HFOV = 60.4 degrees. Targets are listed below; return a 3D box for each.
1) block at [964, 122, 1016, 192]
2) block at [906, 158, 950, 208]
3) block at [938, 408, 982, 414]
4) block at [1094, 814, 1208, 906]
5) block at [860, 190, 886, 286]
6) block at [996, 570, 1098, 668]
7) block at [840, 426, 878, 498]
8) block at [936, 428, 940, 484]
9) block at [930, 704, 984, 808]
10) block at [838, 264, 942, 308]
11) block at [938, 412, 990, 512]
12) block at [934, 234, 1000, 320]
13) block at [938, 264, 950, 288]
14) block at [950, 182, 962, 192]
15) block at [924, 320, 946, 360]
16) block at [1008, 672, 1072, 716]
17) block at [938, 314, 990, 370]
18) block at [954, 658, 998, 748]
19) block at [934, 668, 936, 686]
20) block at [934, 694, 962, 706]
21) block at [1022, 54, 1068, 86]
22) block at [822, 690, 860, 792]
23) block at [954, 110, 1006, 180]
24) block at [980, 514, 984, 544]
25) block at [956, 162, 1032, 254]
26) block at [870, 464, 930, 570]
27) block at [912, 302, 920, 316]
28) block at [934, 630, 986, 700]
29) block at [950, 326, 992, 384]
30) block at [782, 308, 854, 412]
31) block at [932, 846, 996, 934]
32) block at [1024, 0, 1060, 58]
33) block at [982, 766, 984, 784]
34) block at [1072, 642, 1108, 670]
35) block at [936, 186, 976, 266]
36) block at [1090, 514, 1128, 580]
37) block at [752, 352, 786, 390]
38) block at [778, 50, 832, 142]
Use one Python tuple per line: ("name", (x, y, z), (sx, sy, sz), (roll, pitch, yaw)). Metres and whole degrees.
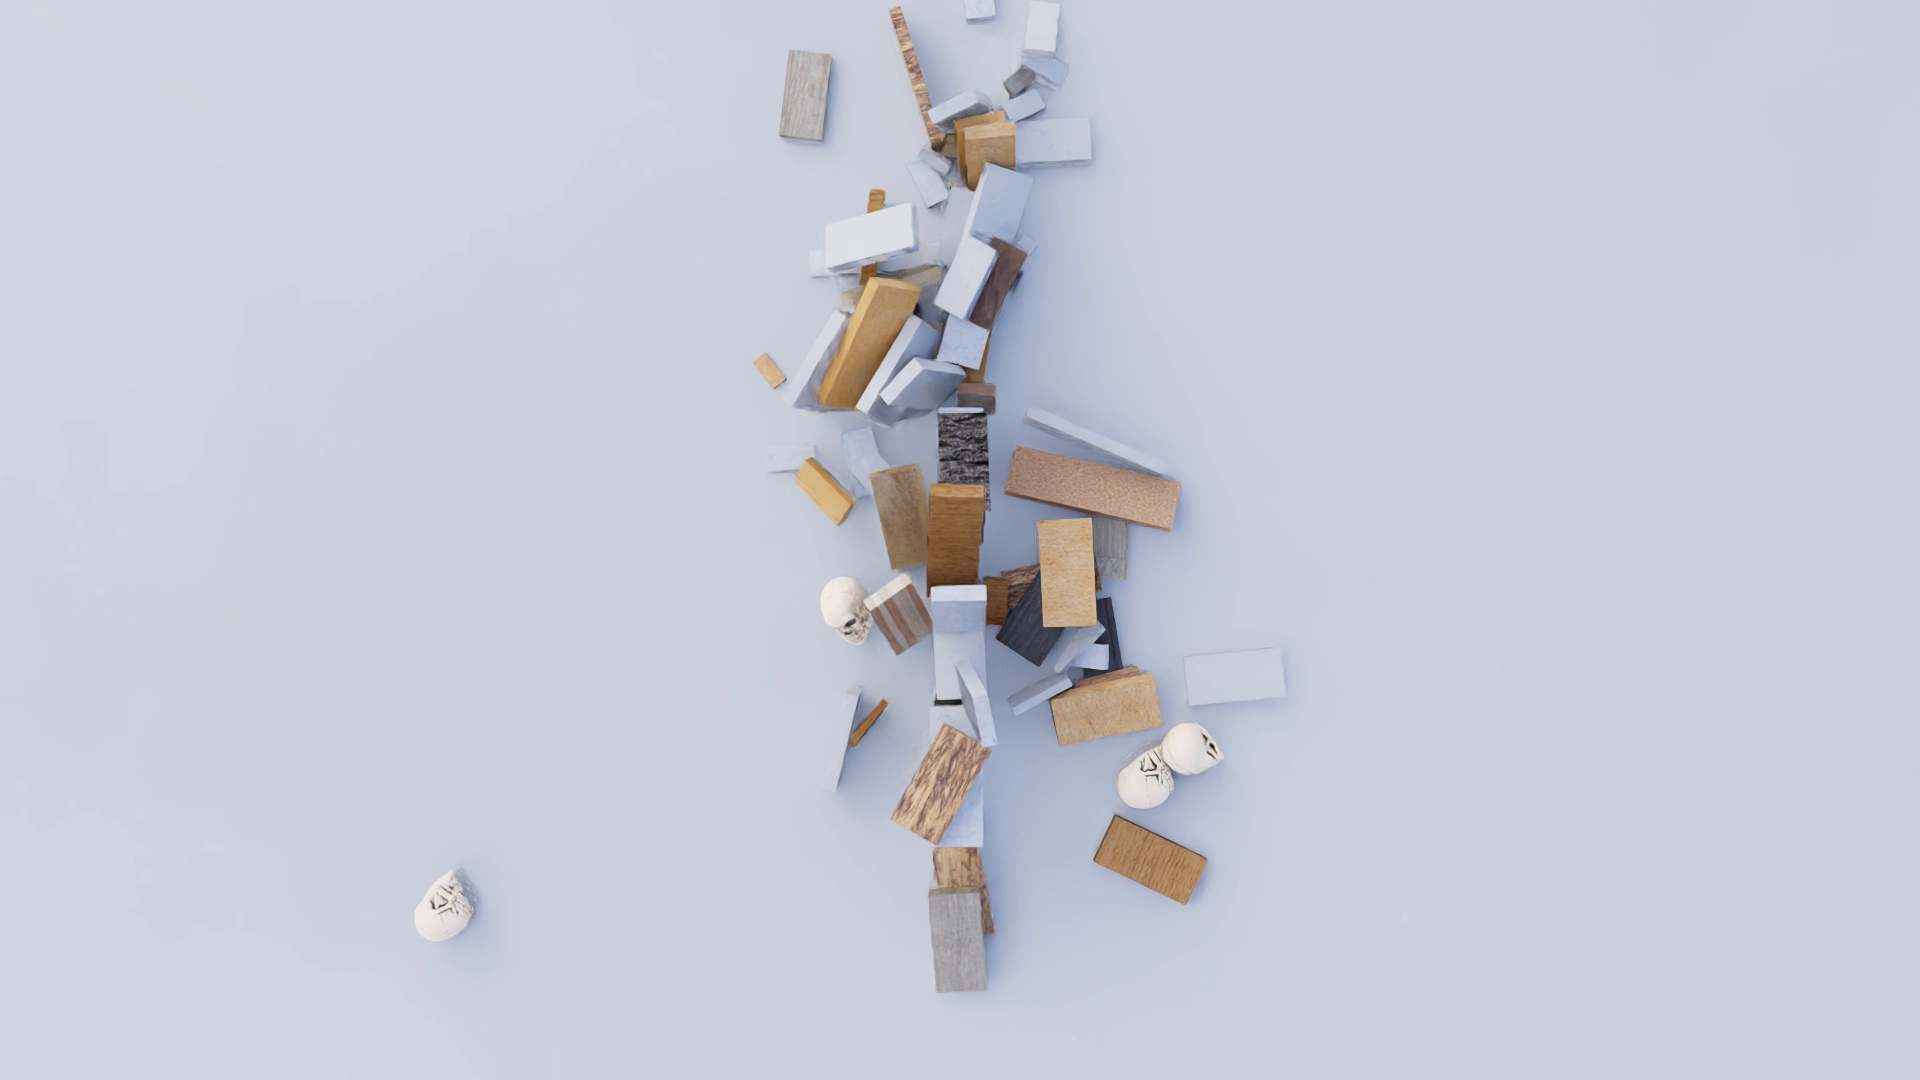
("block", (0.098, -1.231, 5.320), (0.160, 0.359, 0.045), (-6, 75, 0))
("block", (-0.106, -1.195, 5.488), (0.082, 0.023, 0.165), (-26, 90, 0))
("block", (0.002, -0.355, 5.360), (0.141, 0.282, 0.040), (0, 72, 0))
("block", (0.632, 1.061, 5.476), (0.337, 0.048, 0.168), (25, 90, 0))
("block", (-0.292, -0.975, 5.460), (0.051, 0.015, 0.385), (5, 80, 0))
("block", (0.284, 0.225, 5.423), (0.174, 0.049, 0.347), (33, 95, 5))
("block", (-0.319, -0.258, 5.485), (0.108, 0.030, 0.215), (-15, 90, 0))
("block", (0.001, -0.272, 5.350), (0.154, 0.309, 0.044), (0, 66, 0))
("block", (-0.011, 0.677, 5.158), (0.158, 0.045, 0.317), (-2, 90, 0))
("block", (-0.225, -0.825, 5.355), (0.310, 0.155, 0.044), (-21, 107, -15))
("block", (0.013, -0.243, 5.178), (0.154, 0.044, 0.309), (-2, 90, 0))
("block", (0.022, -0.840, 5.280), (0.122, 0.035, 0.244), (33, 105, 23))
("block", (0.018, -0.937, 5.444), (0.124, 0.035, 0.248), (15, 108, -1))
("block", (0.013, -1.147, 5.465), (0.103, 0.051, 0.015), (32, 85, 10))
("block", (-0.137, -0.590, 5.481), (0.137, 0.039, 0.275), (14, 90, 0))
("block", (0.263, 0.501, 5.445), (0.212, 0.106, 0.030), (-28, 105, 0))
("block", (0.030, -0.710, 5.382), (0.141, 0.040, 0.282), (15, 100, -1))
("block", (0.046, 0.487, 4.957), (0.046, 0.322, 0.161), (-13, 107, -7))
("block", (-0.002, 0.430, 5.342), (0.157, 0.314, 0.044), (0, 92, 0))
("block", (-0.004, 0.548, 5.340), (0.158, 0.317, 0.045), (1, 95, 0))
("block", (0.280, -1.570, 5.465), (0.143, 0.020, 0.072), (27, 80, -16))
("block", (-0.389, 0.657, 5.420), (0.045, 0.160, 0.320), (13, 90, 0))
("block", (0.072, -1.276, 5.339), (0.160, 0.320, 0.045), (-11, 75, 0))
("block", (0.002, -0.068, 5.350), (0.154, 0.309, 0.044), (1, 67, 0))
("block", (0.110, -1.042, 5.335), (0.160, 0.045, 0.320), (12, 102, -27))
("block", (-0.180, -0.076, 5.422), (0.165, 0.047, 0.329), (-13, 110, -1))
("block", (-0.187, -0.765, 5.493), (0.103, 0.015, 0.051), (-15, 90, 0))
("block", (-0.002, 0.339, 5.162), (0.157, 0.044, 0.314), (-3, 90, 0))
("block", (0.026, -0.649, 5.434), (0.141, 0.040, 0.282), (9, 100, 0))
("block", (-0.423, -0.579, 5.362), (0.050, 0.175, 0.350), (43, 110, 27))
("block", (0.013, 1.160, 5.442), (0.154, 0.044, 0.309), (-10, 103, 2))
("block", (0.271, -1.690, 5.451), (0.098, 0.028, 0.196), (7, 68, 0))
("block", (-0.005, 0.761, 5.340), (0.158, 0.317, 0.045), (0, 95, 0))
("block", (0.411, 0.379, 5.443), (0.165, 0.023, 0.082), (4, 97, 32))
("block", (0.009, -1.016, 5.377), (0.124, 0.035, 0.248), (13, 104, 1))
("block", (0.493, -0.002, 5.482), (0.130, 0.037, 0.259), (2, 90, 0))
("block", (-0.635, -0.563, 5.492), (0.056, 0.016, 0.112), (-39, 90, 0))
("block", (-0.512, -1.476, 5.480), (0.142, 0.040, 0.283), (7, 90, 0))
